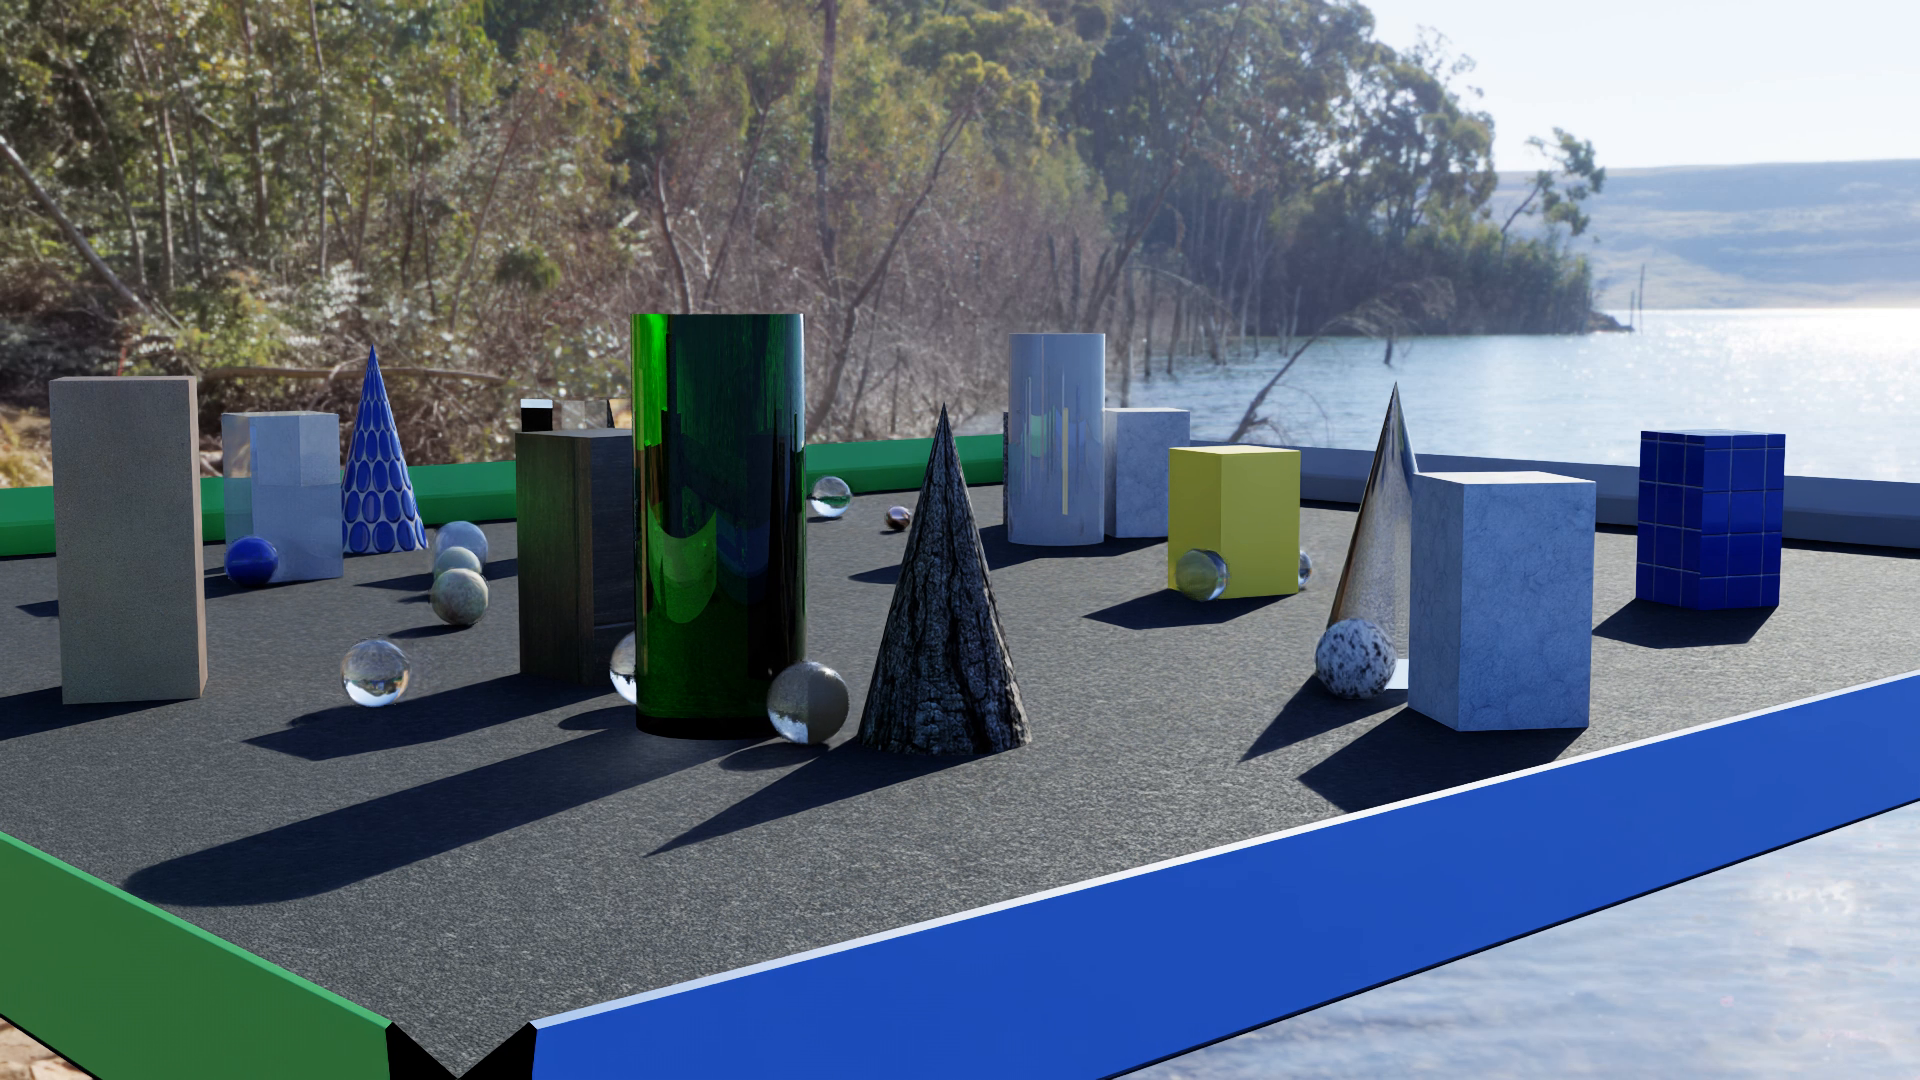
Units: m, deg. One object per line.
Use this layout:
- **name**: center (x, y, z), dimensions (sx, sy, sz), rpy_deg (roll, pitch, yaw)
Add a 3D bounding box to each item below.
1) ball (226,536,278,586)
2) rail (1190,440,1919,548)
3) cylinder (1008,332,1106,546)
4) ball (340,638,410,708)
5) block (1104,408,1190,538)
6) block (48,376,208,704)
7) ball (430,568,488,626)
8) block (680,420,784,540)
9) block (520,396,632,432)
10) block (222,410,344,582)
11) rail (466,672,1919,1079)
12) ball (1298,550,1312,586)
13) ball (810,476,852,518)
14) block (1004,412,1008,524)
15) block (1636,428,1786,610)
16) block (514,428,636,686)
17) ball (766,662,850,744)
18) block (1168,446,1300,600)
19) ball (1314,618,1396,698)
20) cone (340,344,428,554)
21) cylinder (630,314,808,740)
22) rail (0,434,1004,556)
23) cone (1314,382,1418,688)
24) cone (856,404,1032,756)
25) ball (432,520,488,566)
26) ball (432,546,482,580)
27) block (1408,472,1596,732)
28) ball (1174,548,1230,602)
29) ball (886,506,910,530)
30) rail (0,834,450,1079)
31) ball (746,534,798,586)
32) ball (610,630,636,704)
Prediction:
- **ball**: center (-1.124, 0.035, 3.491), dimensions (0.079, 0.079, 0.079), rpy_deg (0, 6, 0)
- **rail**: center (1.290, -0.095, 4.516), dimensions (0.045, 0.119, 3.178), rpy_deg (-6, 8, -42)
- **cylinder**: center (0.182, -0.194, 4.158), dimensions (0.183, 0.392, 0.183), rpy_deg (0, 6, 0)
- **ball**: center (-0.651, 0.148, 2.444), dimensions (0.076, 0.076, 0.076), rpy_deg (0, 6, 0)
- **block**: center (0.356, -0.134, 4.304), dimensions (0.146, 0.242, 0.146), rpy_deg (-1, 6, -12)
- **block**: center (-0.955, -0.005, 2.534), dimensions (0.146, 0.362, 0.146), rpy_deg (-2, 6, -16)
- **ball**: center (-0.699, 0.079, 3.071), dimensions (0.080, 0.080, 0.080), rpy_deg (0, 6, 0)
- **block**: center (-0.441, -0.119, 4.264), dimensions (0.146, 0.221, 0.146), rpy_deg (2, 7, 21)
- **block**: center (-0.675, -0.112, 3.921), dimensions (0.146, 0.280, 0.146), rpy_deg (4, 7, 31)
- **block**: center (-1.116, -0.074, 3.620), dimensions (0.146, 0.268, 0.146), rpy_deg (-4, 7, -35)
- **rail**: center (1.062, 0.153, 2.188), dimensions (3.557, 0.119, 0.045), rpy_deg (-6, 8, -42)
- **ball**: center (0.530, 0.044, 3.495), dimensions (0.060, 0.060, 0.060), rpy_deg (0, 6, 0)
- **ball**: center (-0.272, -0.091, 4.642), dimensions (0.086, 0.086, 0.086), rpy_deg (0, 6, 0)
- **block**: center (0.191, -0.148, 4.496), dimensions (0.146, 0.229, 0.146), rpy_deg (5, 8, 41)
- **block**: center (1.126, -0.034, 3.304), dimensions (0.146, 0.256, 0.146), rpy_deg (-2, 6, -20)
- **block**: center (-0.432, 0.016, 2.663), dimensions (0.146, 0.292, 0.146), rpy_deg (6, 8, 42)
- **ball**: center (-0.155, 0.166, 2.237), dimensions (0.085, 0.085, 0.085), rpy_deg (0, 6, 0)
- **block**: center (0.427, -0.031, 3.433), dimensions (0.146, 0.222, 0.146), rpy_deg (-3, 7, -27)
- **ball**: center (0.449, 0.135, 2.497), dimensions (0.091, 0.091, 0.091), rpy_deg (0, 6, 0)
- **cone**: center (-1.074, -0.174, 4.038), dimensions (0.183, 0.378, 0.183), rpy_deg (0, 6, 0)
- **cylinder**: center (-0.254, -0.020, 2.328), dimensions (0.183, 0.436, 0.183), rpy_deg (0, 6, 0)
- **rail**: center (-1.062, -0.091, 4.476), dimensions (3.557, 0.119, 0.045), rpy_deg (-6, 8, -42)
- **cone**: center (0.519, -0.014, 2.637), dimensions (0.183, 0.357, 0.183), rpy_deg (0, 6, 0)
- **cone**: center (-0.016, 0.031, 2.255), dimensions (0.183, 0.348, 0.183), rpy_deg (0, 6, 0)
- **ball**: center (-0.828, 0.013, 3.636), dimensions (0.091, 0.091, 0.091), rpy_deg (0, 6, 0)
- **ball**: center (-0.779, 0.047, 3.405), dimensions (0.073, 0.073, 0.073), rpy_deg (0, 6, 0)
- **block**: center (0.583, 0.062, 2.377), dimensions (0.146, 0.261, 0.146), rpy_deg (-1, 6, -9)
- **ball**: center (0.364, 0.053, 3.314), dimensions (0.081, 0.081, 0.081), rpy_deg (0, 6, 0)
- **ball**: center (-0.122, -0.043, 4.363), dimensions (0.049, 0.049, 0.049), rpy_deg (0, 6, 0)
- **rail**: center (-1.290, 0.157, 2.149), dimensions (0.045, 0.119, 3.178), rpy_deg (-6, 8, -42)
- **ball**: center (-0.299, 0.032, 3.494), dimensions (0.084, 0.084, 0.084), rpy_deg (0, 6, 0)
- **ball**: center (-0.345, 0.141, 2.446), dimensions (0.089, 0.089, 0.089), rpy_deg (0, 6, 0)
